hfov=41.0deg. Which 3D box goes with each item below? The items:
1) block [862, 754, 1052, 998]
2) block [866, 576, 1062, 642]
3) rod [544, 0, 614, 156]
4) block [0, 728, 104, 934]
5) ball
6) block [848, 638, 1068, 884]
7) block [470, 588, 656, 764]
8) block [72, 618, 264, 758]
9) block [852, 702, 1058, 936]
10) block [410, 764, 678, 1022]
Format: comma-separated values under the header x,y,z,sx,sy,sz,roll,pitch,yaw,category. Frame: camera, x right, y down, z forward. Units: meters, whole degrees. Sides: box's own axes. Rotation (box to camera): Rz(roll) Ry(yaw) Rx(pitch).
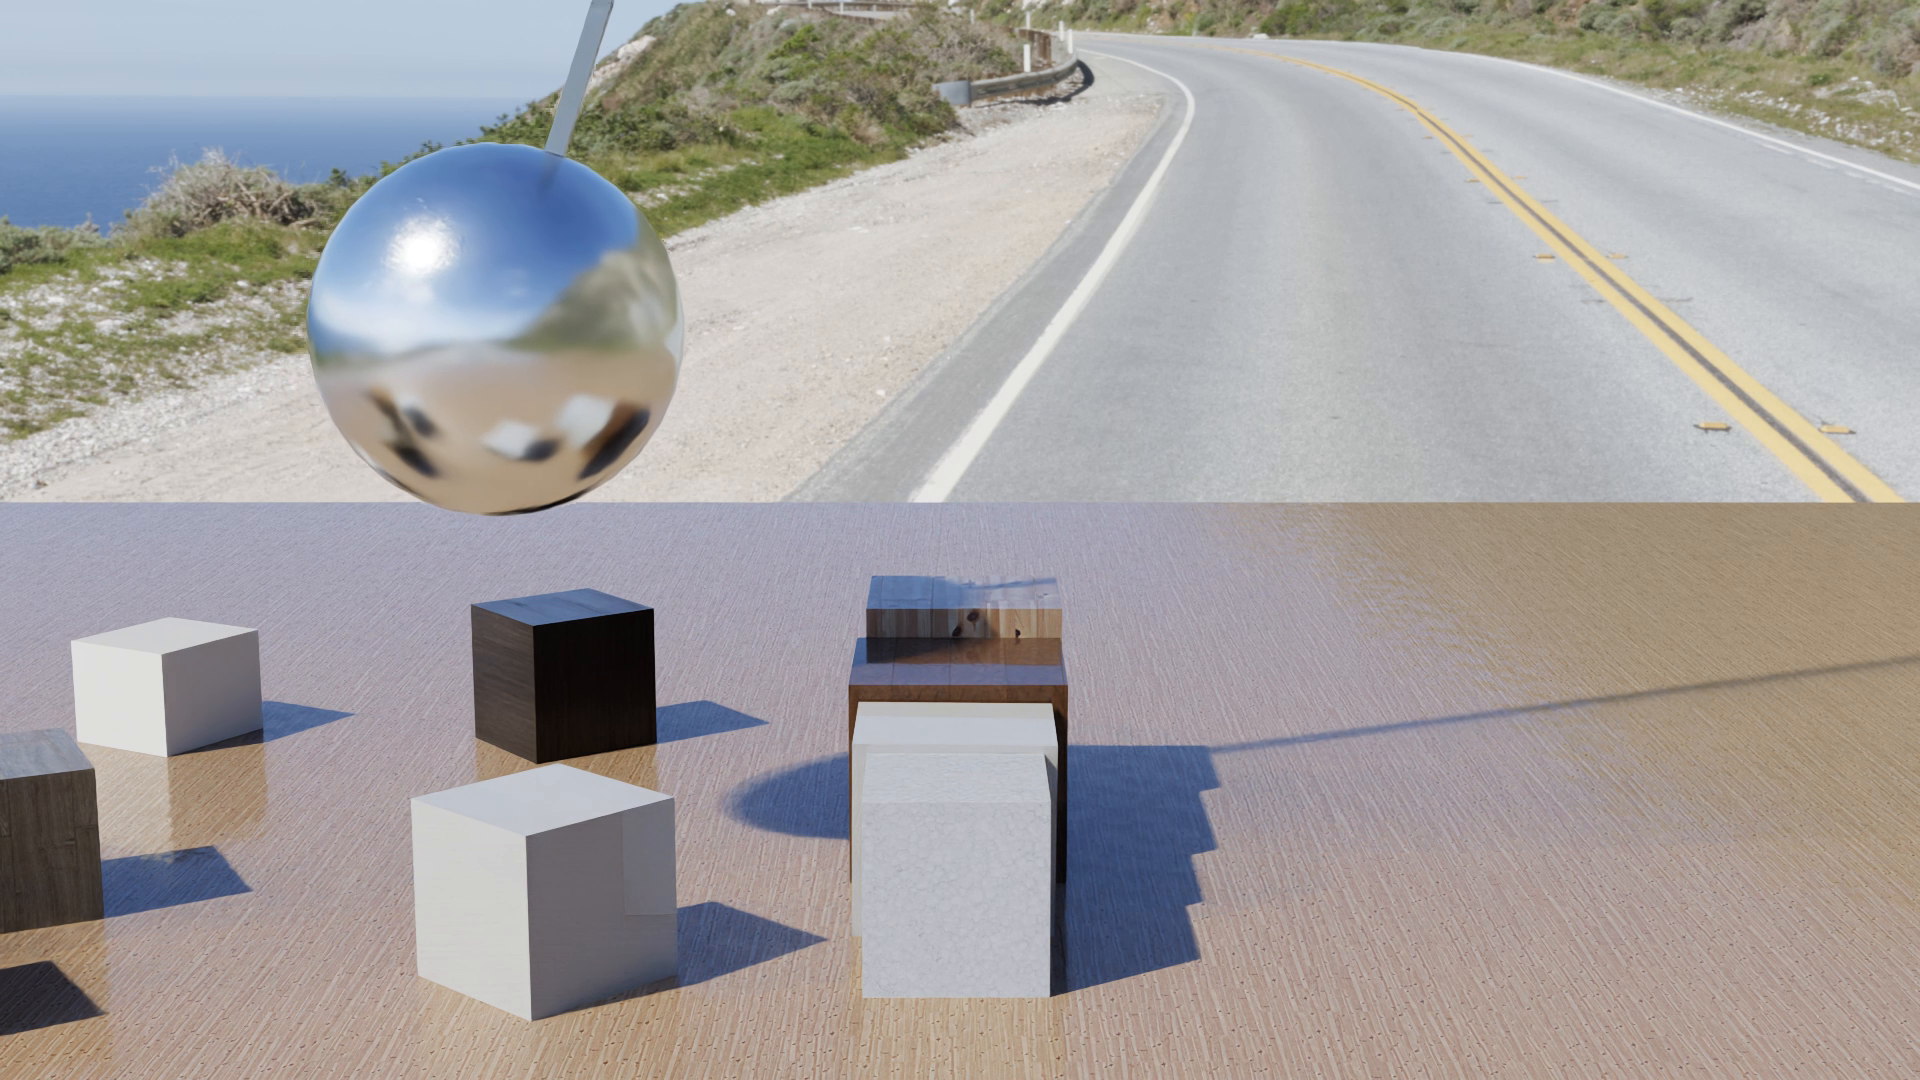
x,y,z,sx,sy,sz,roll,pitch,yaw,category
-0.016,1.315,10.156,0.720,0.779,0.708,0,10,0,block
0.020,0.757,12.525,0.920,1.030,0.812,0,10,0,block
-0.859,-4.057,10.443,0.080,5.200,0.080,19,10,-3,rod
-4.090,1.241,10.911,0.696,0.655,0.773,-6,12,-28,block
-1.983,-0.899,11.017,1.600,1.600,1.600,0,10,0,ball
-0.007,0.983,11.660,0.952,0.894,0.948,0,10,0,block
-2.104,0.709,13.629,0.715,0.729,0.687,-8,13,-37,block
-4.244,0.778,13.755,0.659,0.549,0.693,6,12,29,block
-0.024,1.171,10.841,0.837,0.819,0.689,1,11,0,block
-1.626,1.360,10.064,0.731,0.723,0.718,10,14,43,block
